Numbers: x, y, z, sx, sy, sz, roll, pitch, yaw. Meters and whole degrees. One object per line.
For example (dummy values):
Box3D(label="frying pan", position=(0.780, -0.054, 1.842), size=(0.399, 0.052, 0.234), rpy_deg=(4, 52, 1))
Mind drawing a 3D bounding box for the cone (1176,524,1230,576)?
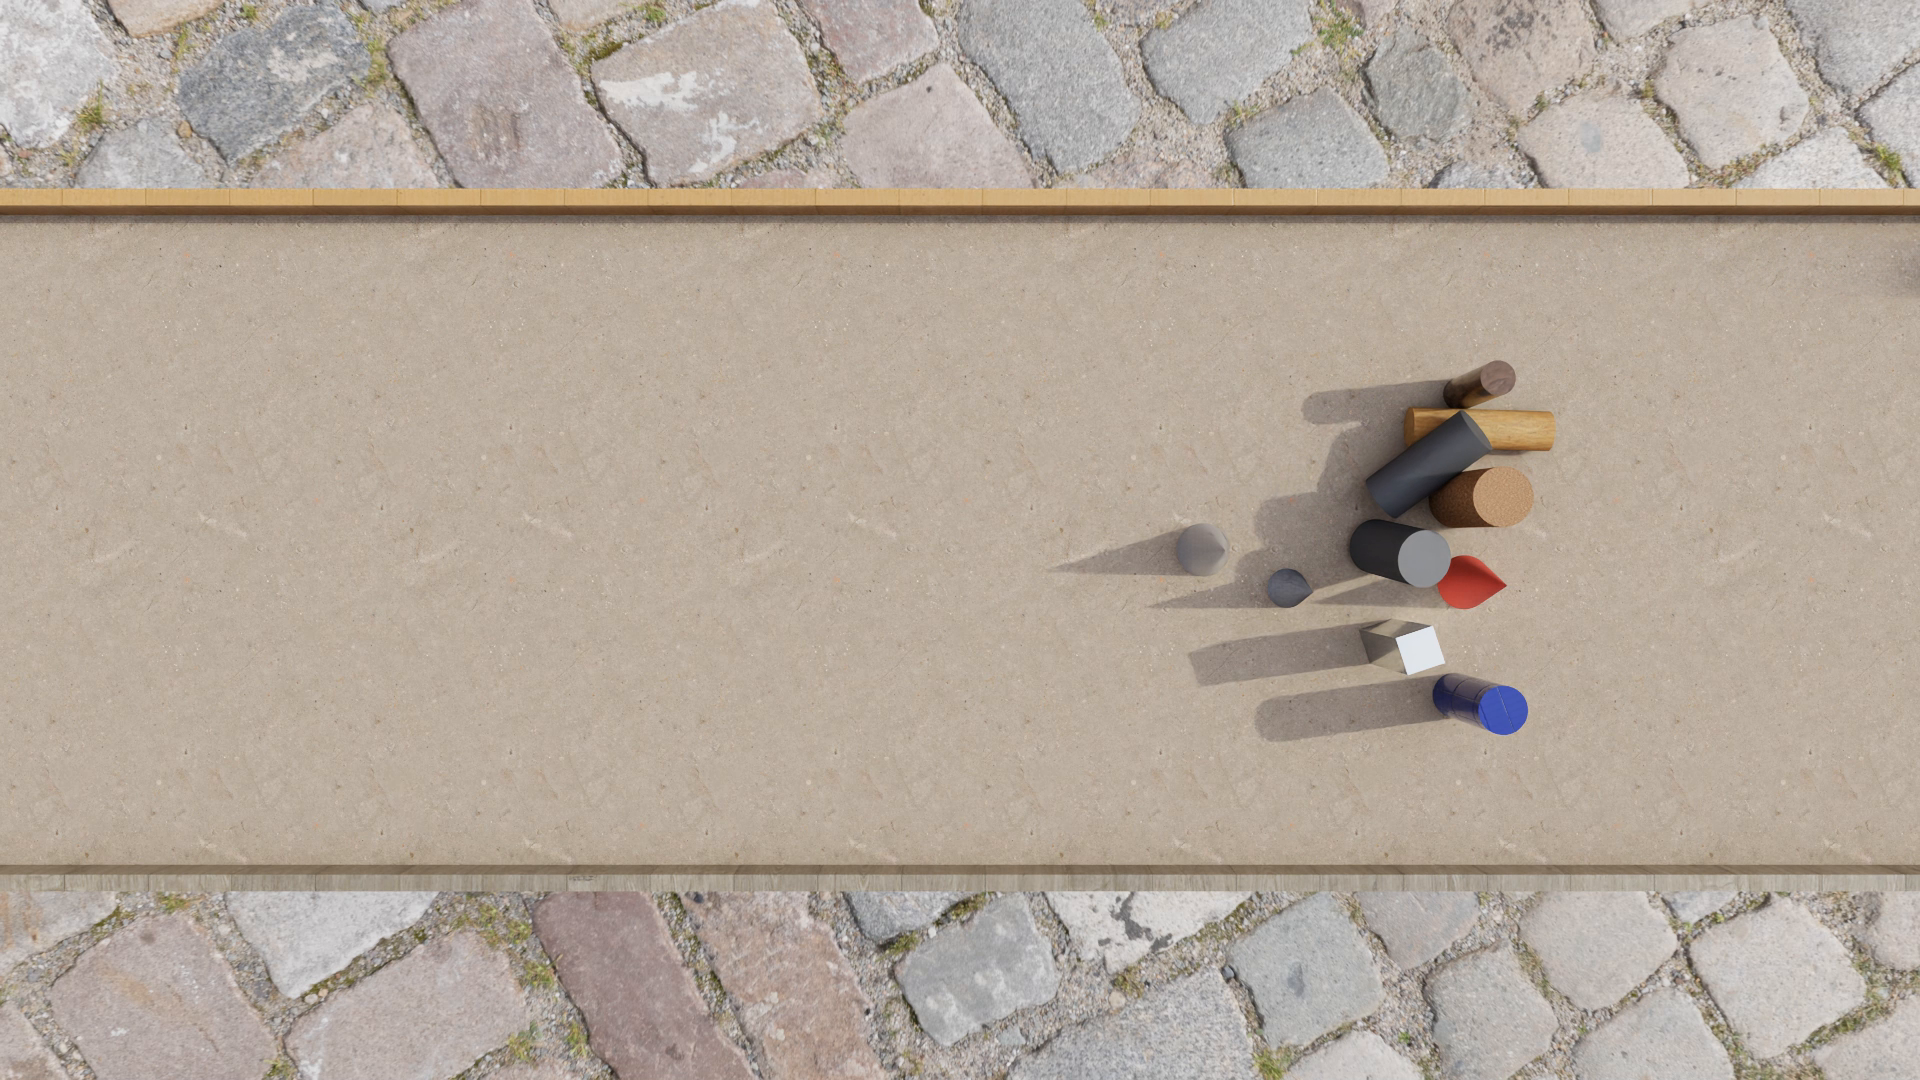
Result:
Box3D(label="cone", position=(0.749, 0.030, 4.867), size=(0.164, 0.419, 0.164), rpy_deg=(0, 90, 0))

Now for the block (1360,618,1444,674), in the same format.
Box3D(label="block", position=(1.296, 0.311, 4.860), size=(0.110, 0.432, 0.110), rpy_deg=(-18, 90, 0))

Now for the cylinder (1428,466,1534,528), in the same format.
Box3D(label="cylinder", position=(1.528, -0.122, 4.856), size=(0.171, 0.440, 0.171), rpy_deg=(0, 90, 0))

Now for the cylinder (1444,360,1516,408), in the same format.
Box3D(label="cylinder", position=(1.539, -0.456, 4.897), size=(0.102, 0.355, 0.102), rpy_deg=(0, 87, -1))

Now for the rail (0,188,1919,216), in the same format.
Box3D(label="rail", position=(-2.247, -1.025, 5.002), size=(12.000, 0.150, 0.050), rpy_deg=(0, 90, 0))

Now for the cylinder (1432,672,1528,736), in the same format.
Box3D(label="cylinder", position=(1.524, 0.478, 4.851), size=(0.139, 0.451, 0.139), rpy_deg=(0, 90, 0))

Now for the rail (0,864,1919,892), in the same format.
Box3D(label="rail", position=(-2.247, 1.025, 5.001), size=(12.000, 0.150, 0.050), rpy_deg=(0, 90, 0))

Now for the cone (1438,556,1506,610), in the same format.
Box3D(label="cone", position=(1.553, 0.130, 4.877), size=(0.166, 0.399, 0.166), rpy_deg=(0, 90, 0))

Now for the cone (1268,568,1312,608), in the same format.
Box3D(label="cone", position=(1.007, 0.148, 4.887), size=(0.122, 0.378, 0.122), rpy_deg=(0, 90, 0))

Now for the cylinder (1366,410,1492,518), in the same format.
Box3D(label="cylinder", position=(1.401, -0.225, 4.935), size=(0.347, 0.150, 0.150), rpy_deg=(-39, 90, 25))

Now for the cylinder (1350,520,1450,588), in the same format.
Box3D(label="cylinder", position=(1.305, 0.037, 4.906), size=(0.168, 0.310, 0.168), rpy_deg=(-2, 97, -13))

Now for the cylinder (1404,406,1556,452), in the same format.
Box3D(label="cylinder", position=(1.578, -0.337, 5.016), size=(0.424, 0.121, 0.121), rpy_deg=(2, 90, 0))
